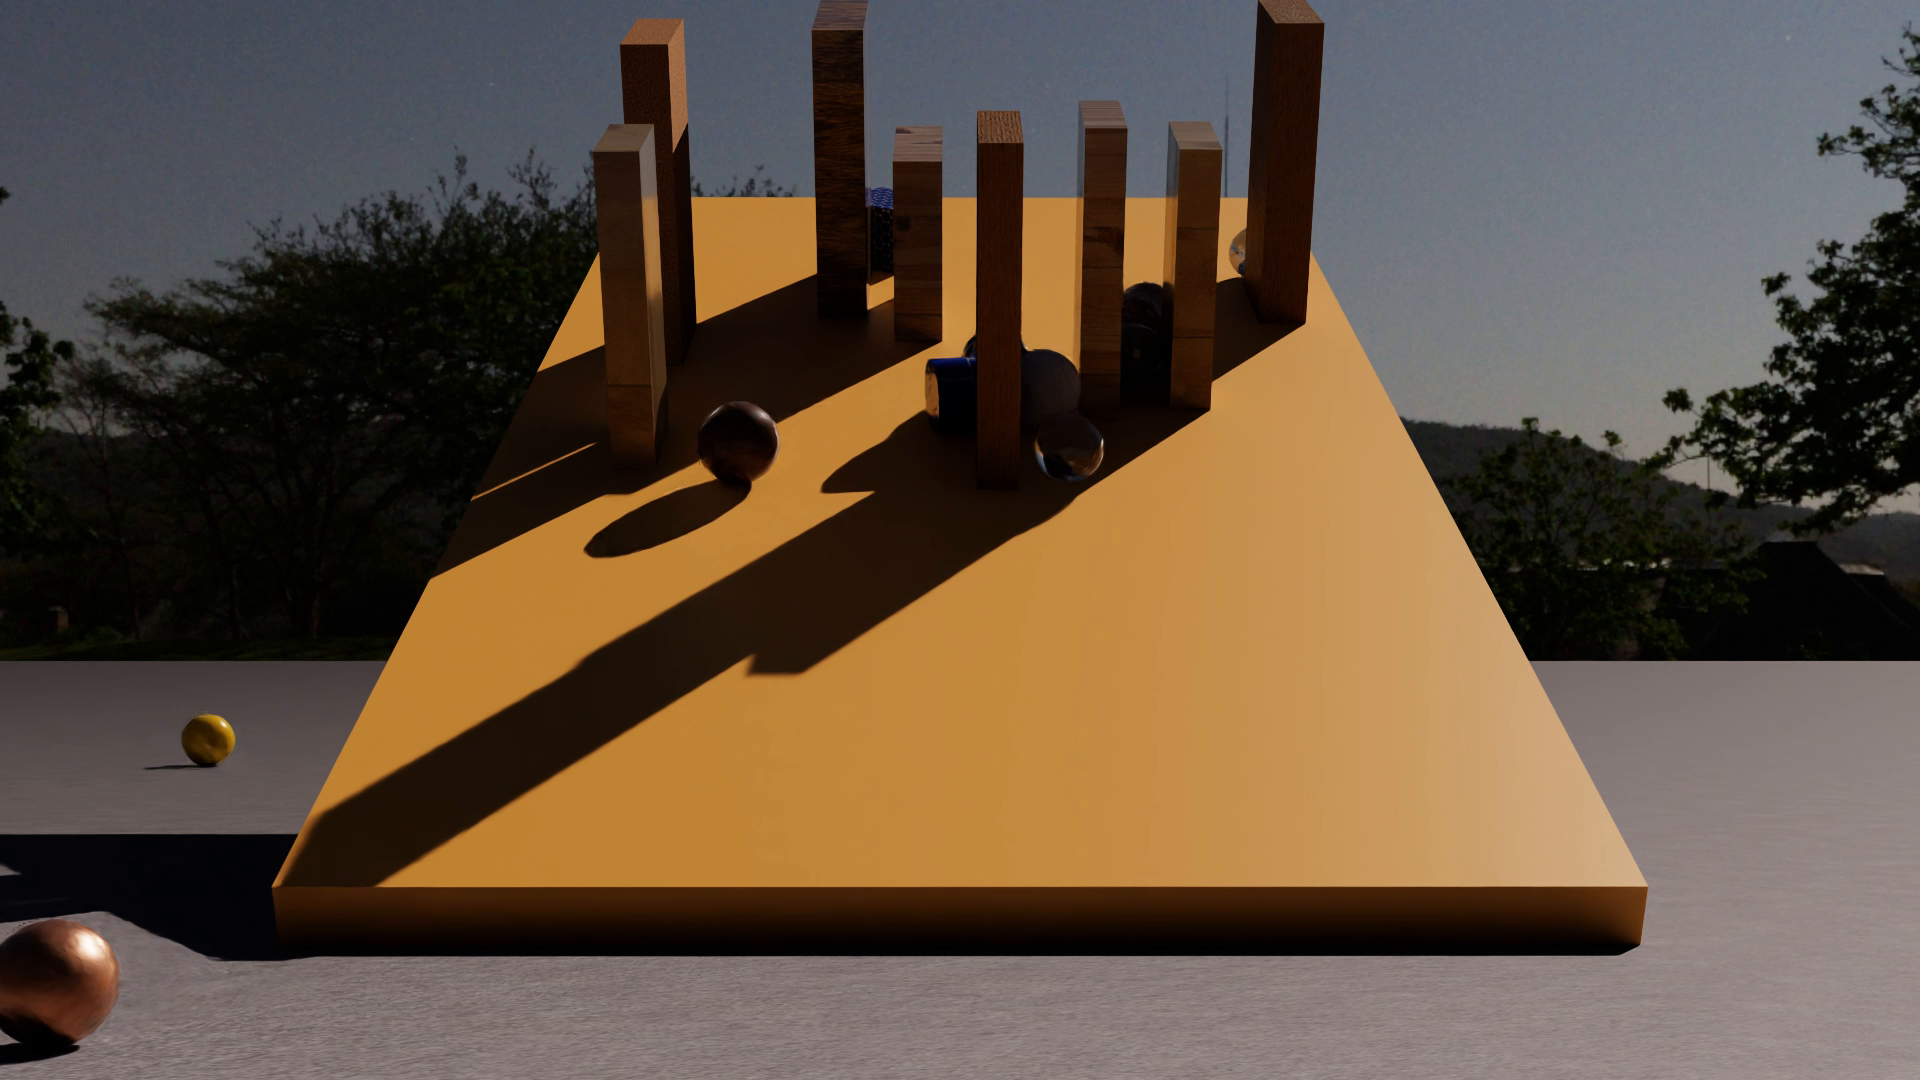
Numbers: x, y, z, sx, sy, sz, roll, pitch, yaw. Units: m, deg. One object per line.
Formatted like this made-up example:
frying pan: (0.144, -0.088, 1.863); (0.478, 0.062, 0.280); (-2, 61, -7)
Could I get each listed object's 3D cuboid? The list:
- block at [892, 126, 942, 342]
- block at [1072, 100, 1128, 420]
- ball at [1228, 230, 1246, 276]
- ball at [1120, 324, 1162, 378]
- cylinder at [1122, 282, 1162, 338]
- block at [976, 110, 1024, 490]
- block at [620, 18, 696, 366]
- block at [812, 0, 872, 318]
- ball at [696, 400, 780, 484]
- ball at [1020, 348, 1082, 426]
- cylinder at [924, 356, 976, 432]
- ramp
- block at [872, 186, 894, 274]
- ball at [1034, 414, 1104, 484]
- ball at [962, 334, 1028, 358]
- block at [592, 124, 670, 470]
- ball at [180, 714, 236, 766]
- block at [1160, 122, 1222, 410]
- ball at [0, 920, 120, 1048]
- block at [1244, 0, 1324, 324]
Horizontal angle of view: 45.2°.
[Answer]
block: (-0.104, -0.776, 5.815); (0.119, 0.453, 0.388); (0, 23, 0)
block: (0.312, -0.629, 5.193); (0.091, 0.664, 0.280); (0, 23, 0)
ball: (0.794, -0.773, 6.220); (0.137, 0.137, 0.137); (0, -3, 0)
ball: (0.413, -0.447, 5.455); (0.129, 0.129, 0.129); (0, -3, 0)
cylinder: (0.437, -0.525, 5.597); (0.162, 0.162, 0.162); (-1, 21, 19)
block: (0.079, -0.498, 4.797); (0.088, 0.729, 0.294); (0, 23, 0)
block: (-0.720, -0.836, 5.548); (0.109, 0.768, 0.328); (0, 23, 0)
block: (-0.300, -0.990, 5.964); (0.125, 0.731, 0.447); (0, 23, 0)
ball: (-0.462, -0.204, 4.811); (0.173, 0.173, 0.173); (0, -3, 0)
ball: (0.184, -0.339, 5.137); (0.173, 0.173, 0.173); (0, -3, 0)
cylinder: (0.017, -0.325, 5.115); (0.163, 0.163, 0.163); (-5, -2, -11)
ramp: (-0.007, -0.224, 5.216); (2.000, 0.100, 4.000); (0, 23, 0)
block: (-0.201, -0.855, 6.358); (0.178, 0.178, 0.178); (16, 27, 33)
ball: (0.228, -0.191, 4.820); (0.147, 0.147, 0.147); (0, -3, 0)
ball: (0.083, -0.411, 5.327); (0.159, 0.159, 0.159); (0, -3, 0)
block: (-0.693, -0.514, 4.887); (0.093, 0.685, 0.252); (0, 23, 0)
ball: (-2.890, 0.769, 8.871); (0.199, 0.199, 0.199); (0, -3, 0)
block: (0.524, -0.627, 5.272); (0.093, 0.601, 0.277); (0, 23, 0)
ball: (-0.988, 0.483, 2.513); (0.138, 0.138, 0.138); (0, -3, 0)
block: (0.820, -0.966, 5.879); (0.119, 0.756, 0.343); (0, 23, 0)
